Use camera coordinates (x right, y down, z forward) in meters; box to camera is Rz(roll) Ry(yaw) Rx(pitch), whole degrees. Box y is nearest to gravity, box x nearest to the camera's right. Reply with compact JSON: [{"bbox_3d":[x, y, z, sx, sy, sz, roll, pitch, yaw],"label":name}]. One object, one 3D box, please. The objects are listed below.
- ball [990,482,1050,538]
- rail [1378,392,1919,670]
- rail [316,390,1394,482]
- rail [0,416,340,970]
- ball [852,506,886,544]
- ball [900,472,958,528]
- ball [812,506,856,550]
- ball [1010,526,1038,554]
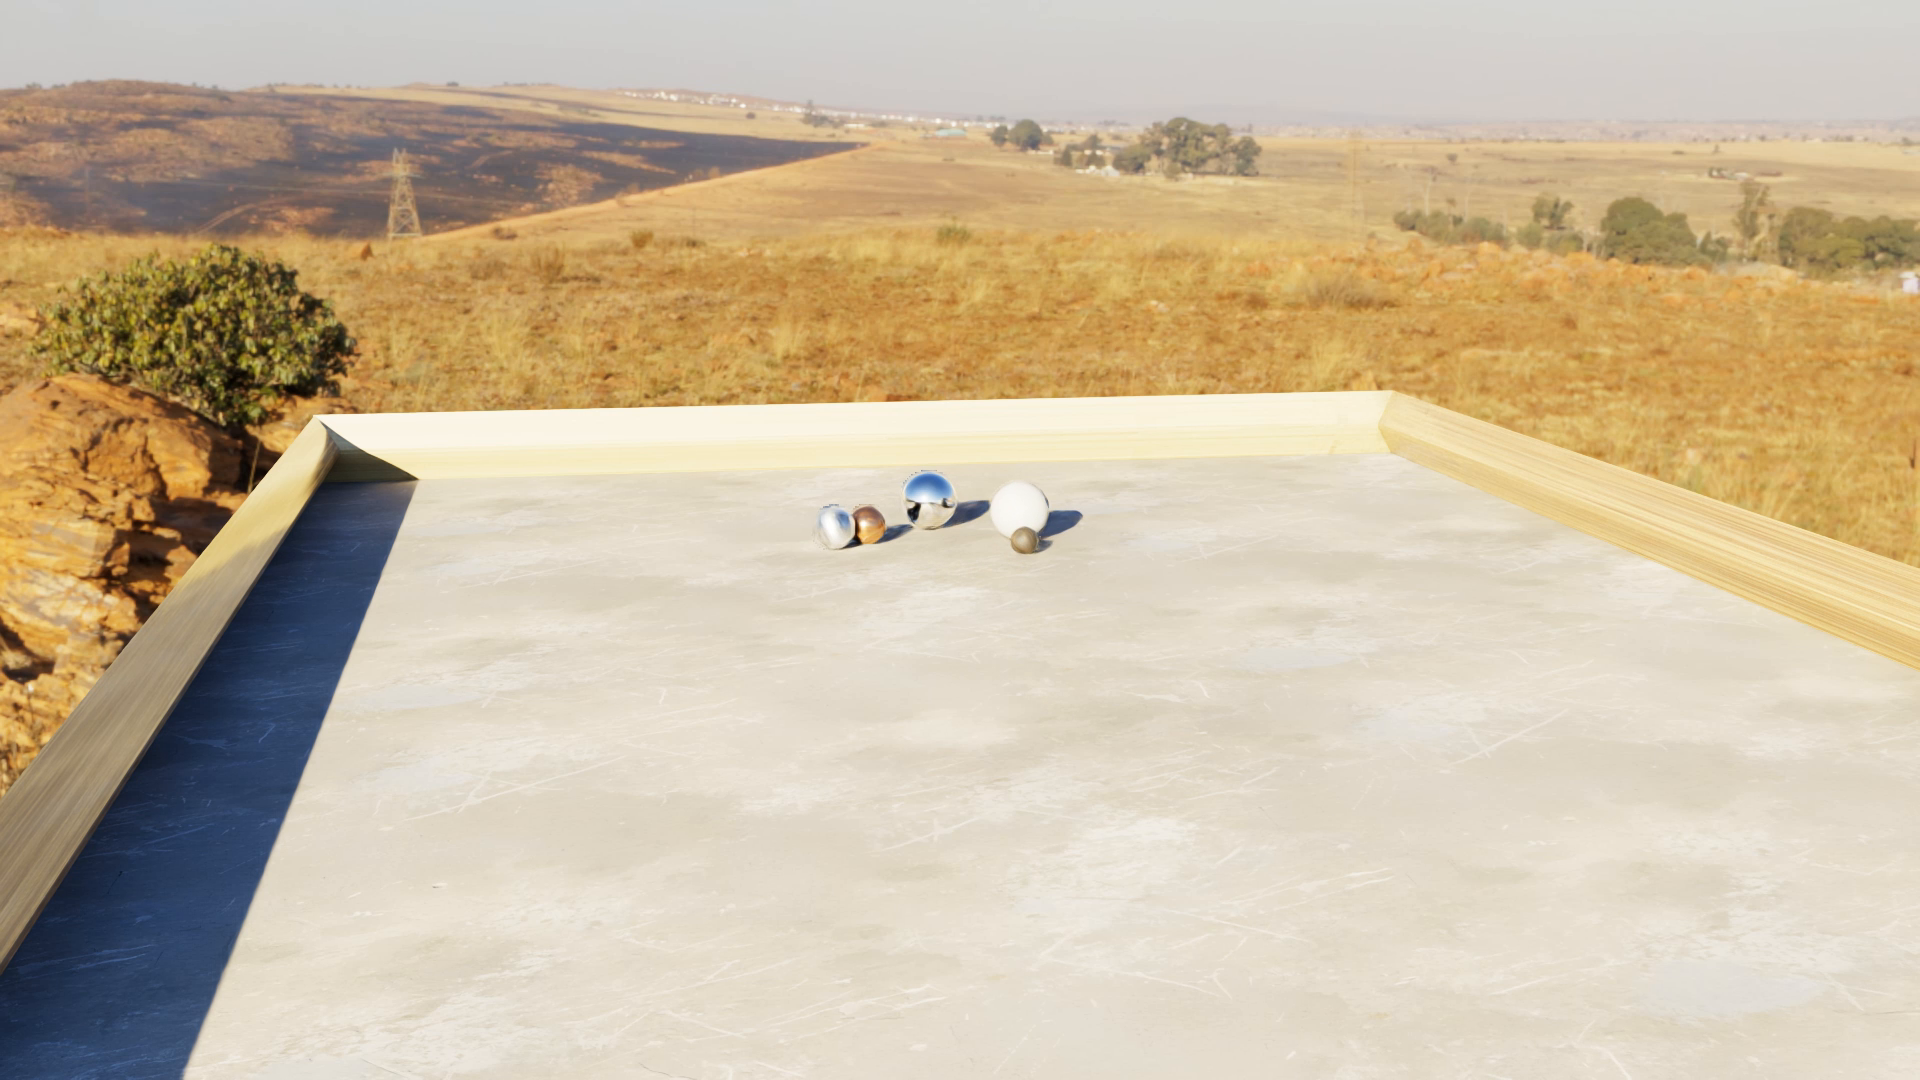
[{"bbox_3d":[0.090,-0.043,3.278,0.089,0.089,0.089,0,11,0],"label":"ball"},{"bbox_3d":[1.087,0.104,2.451,0.045,0.115,3.449,-2,11,-10],"label":"rail"},{"bbox_3d":[-0.146,-0.185,3.933,1.951,0.115,0.045,-2,11,-10],"label":"rail"},{"bbox_3d":[-0.788,0.168,2.127,0.045,0.115,3.449,-2,11,-10],"label":"rail"},{"bbox_3d":[-0.138,-0.022,3.253,0.056,0.056,0.056,0,11,0],"label":"ball"},{"bbox_3d":[-0.048,-0.060,3.373,0.087,0.087,0.087,0,11,0],"label":"ball"},{"bbox_3d":[-0.184,-0.017,3.214,0.062,0.062,0.062,0,11,0],"label":"ball"},{"bbox_3d":[0.093,0.001,3.180,0.041,0.041,0.041,0,11,0],"label":"ball"}]
